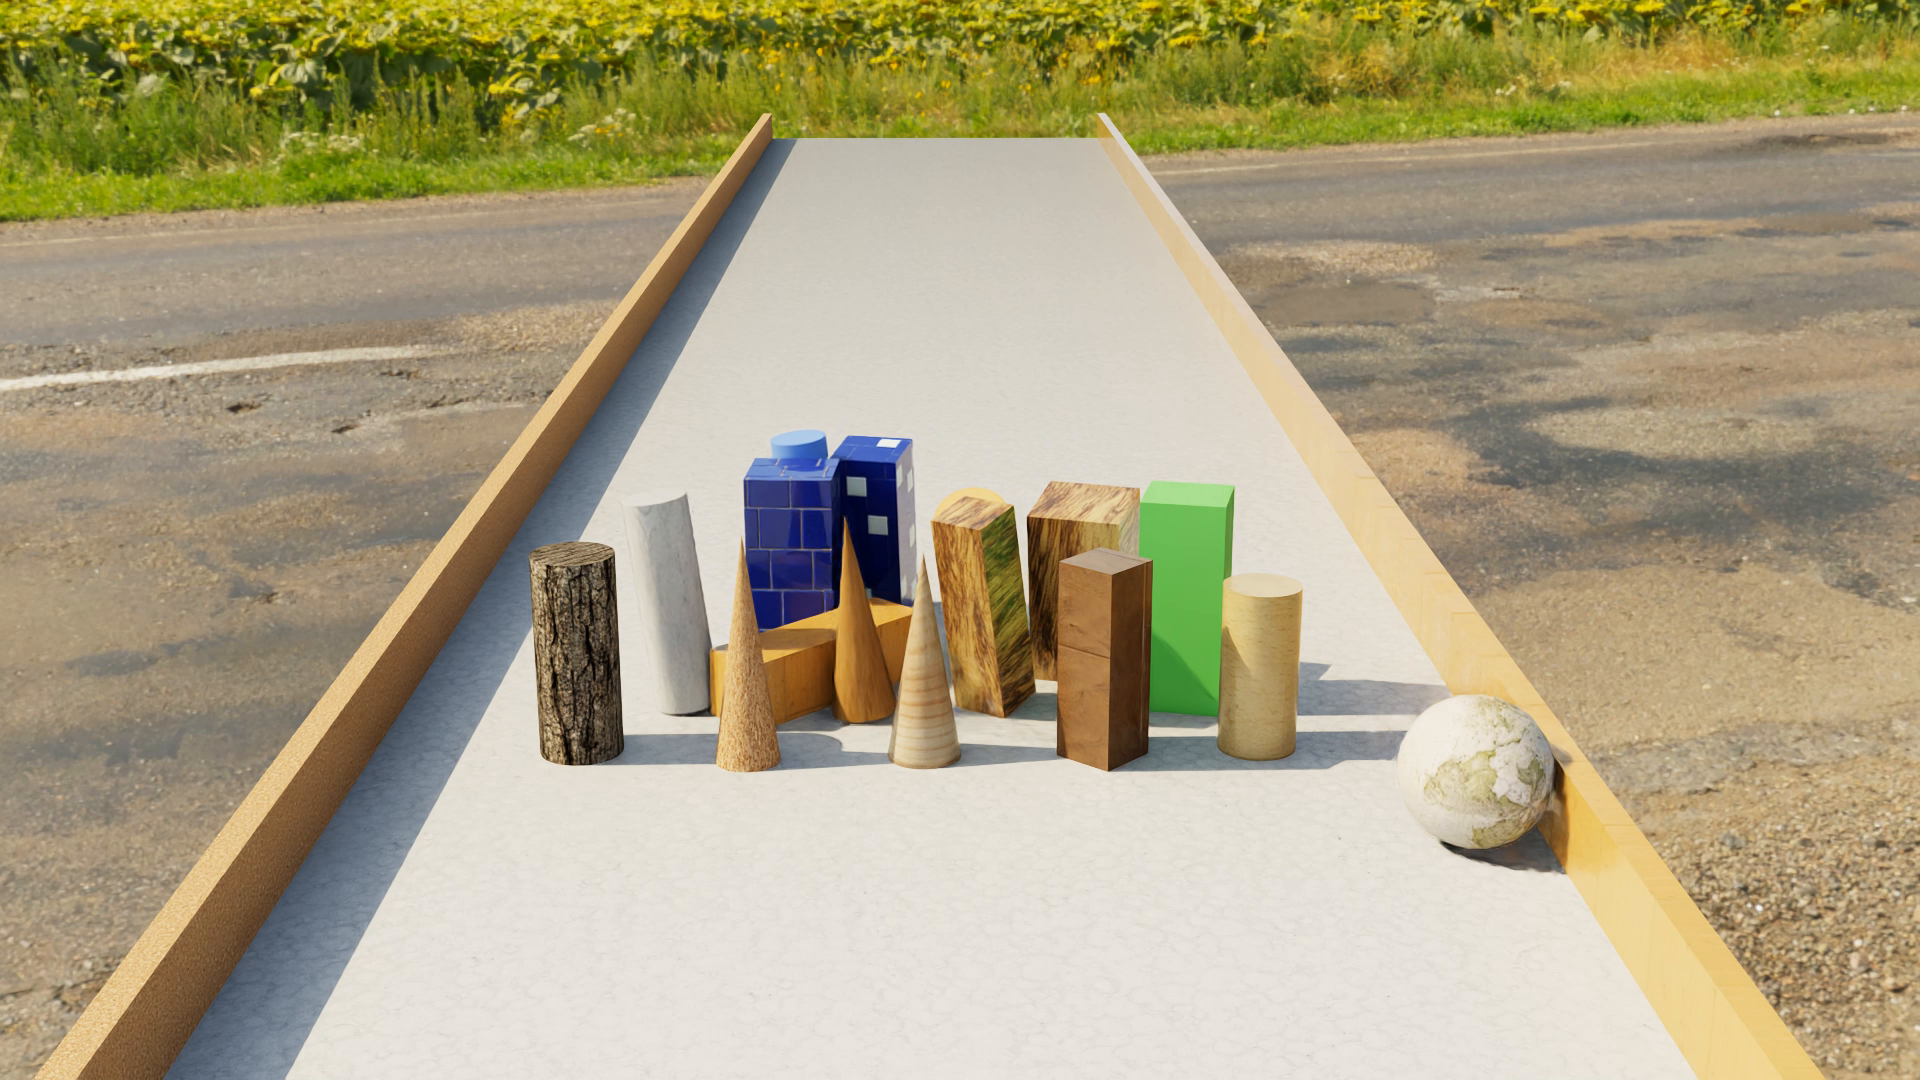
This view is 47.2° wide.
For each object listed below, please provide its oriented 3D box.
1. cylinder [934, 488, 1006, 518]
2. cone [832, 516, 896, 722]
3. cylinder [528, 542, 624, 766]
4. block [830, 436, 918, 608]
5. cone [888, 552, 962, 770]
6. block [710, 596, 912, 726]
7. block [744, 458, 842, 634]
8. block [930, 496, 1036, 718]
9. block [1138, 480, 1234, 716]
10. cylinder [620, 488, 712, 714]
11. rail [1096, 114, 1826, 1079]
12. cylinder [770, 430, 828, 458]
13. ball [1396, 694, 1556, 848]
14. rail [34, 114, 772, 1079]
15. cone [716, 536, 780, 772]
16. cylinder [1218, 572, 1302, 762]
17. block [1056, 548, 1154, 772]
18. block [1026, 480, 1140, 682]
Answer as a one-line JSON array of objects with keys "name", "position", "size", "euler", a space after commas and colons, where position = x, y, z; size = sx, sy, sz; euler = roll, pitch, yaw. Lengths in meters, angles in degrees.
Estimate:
[{"name": "cylinder", "position": [0.043, 0.070, 4.310], "size": [0.144, 0.378, 0.144], "euler": [-4, 53, 5]}, {"name": "cone", "position": [-0.195, 0.139, 4.080], "size": [0.124, 0.378, 0.124], "euler": [-5, 14, 1]}, {"name": "cylinder", "position": [-0.679, 0.201, 3.903], "size": [0.149, 0.369, 0.149], "euler": [0, 17, 0]}, {"name": "block", "position": [-0.179, -0.022, 4.640], "size": [0.142, 0.363, 0.142], "euler": [4, 24, 13]}, {"name": "cone", "position": [-0.064, 0.201, 3.878], "size": [0.133, 0.383, 0.133], "euler": [0, 17, 0]}, {"name": "block", "position": [-0.271, 0.233, 4.214], "size": [0.130, 0.130, 0.432], "euler": [15, 22, 41]}, {"name": "block", "position": [-0.331, 0.044, 4.401], "size": [0.171, 0.385, 0.171], "euler": [1, 16, 3]}, {"name": "block", "position": [0.045, 0.126, 4.087], "size": [0.110, 0.394, 0.110], "euler": [11, 32, 34]}, {"name": "block", "position": [0.424, 0.109, 4.147], "size": [0.158, 0.407, 0.158], "euler": [4, 17, 12]}, {"name": "cylinder", "position": [-0.540, 0.113, 4.112], "size": [0.122, 0.407, 0.122], "euler": [-7, 16, 2]}, {"name": "rail", "position": [0.932, -0.844, 7.801], "size": [0.050, 0.150, 12.000], "euler": [0, 17, -1]}, {"name": "cylinder", "position": [-0.308, -0.015, 4.539], "size": [0.114, 0.410, 0.114], "euler": [-6, 18, 2]}, {"name": "ball", "position": [0.829, 0.372, 3.540], "size": [0.249, 0.249, 0.249], "euler": [0, 17, 0]}, {"name": "rail", "position": [-1.118, -0.838, 7.780], "size": [0.050, 0.150, 12.000], "euler": [0, 17, -1]}, {"name": "cone", "position": [-0.377, 0.190, 3.851], "size": [0.116, 0.420, 0.116], "euler": [0, 17, 0]}, {"name": "cylinder", "position": [0.535, 0.226, 3.929], "size": [0.141, 0.306, 0.141], "euler": [0, 17, 0]}, {"name": "block", "position": [0.255, 0.210, 3.885], "size": [0.117, 0.363, 0.117], "euler": [14, 22, 40]}, {"name": "block", "position": [0.245, 0.085, 4.292], "size": [0.179, 0.347, 0.179], "euler": [5, 25, 16]}]
